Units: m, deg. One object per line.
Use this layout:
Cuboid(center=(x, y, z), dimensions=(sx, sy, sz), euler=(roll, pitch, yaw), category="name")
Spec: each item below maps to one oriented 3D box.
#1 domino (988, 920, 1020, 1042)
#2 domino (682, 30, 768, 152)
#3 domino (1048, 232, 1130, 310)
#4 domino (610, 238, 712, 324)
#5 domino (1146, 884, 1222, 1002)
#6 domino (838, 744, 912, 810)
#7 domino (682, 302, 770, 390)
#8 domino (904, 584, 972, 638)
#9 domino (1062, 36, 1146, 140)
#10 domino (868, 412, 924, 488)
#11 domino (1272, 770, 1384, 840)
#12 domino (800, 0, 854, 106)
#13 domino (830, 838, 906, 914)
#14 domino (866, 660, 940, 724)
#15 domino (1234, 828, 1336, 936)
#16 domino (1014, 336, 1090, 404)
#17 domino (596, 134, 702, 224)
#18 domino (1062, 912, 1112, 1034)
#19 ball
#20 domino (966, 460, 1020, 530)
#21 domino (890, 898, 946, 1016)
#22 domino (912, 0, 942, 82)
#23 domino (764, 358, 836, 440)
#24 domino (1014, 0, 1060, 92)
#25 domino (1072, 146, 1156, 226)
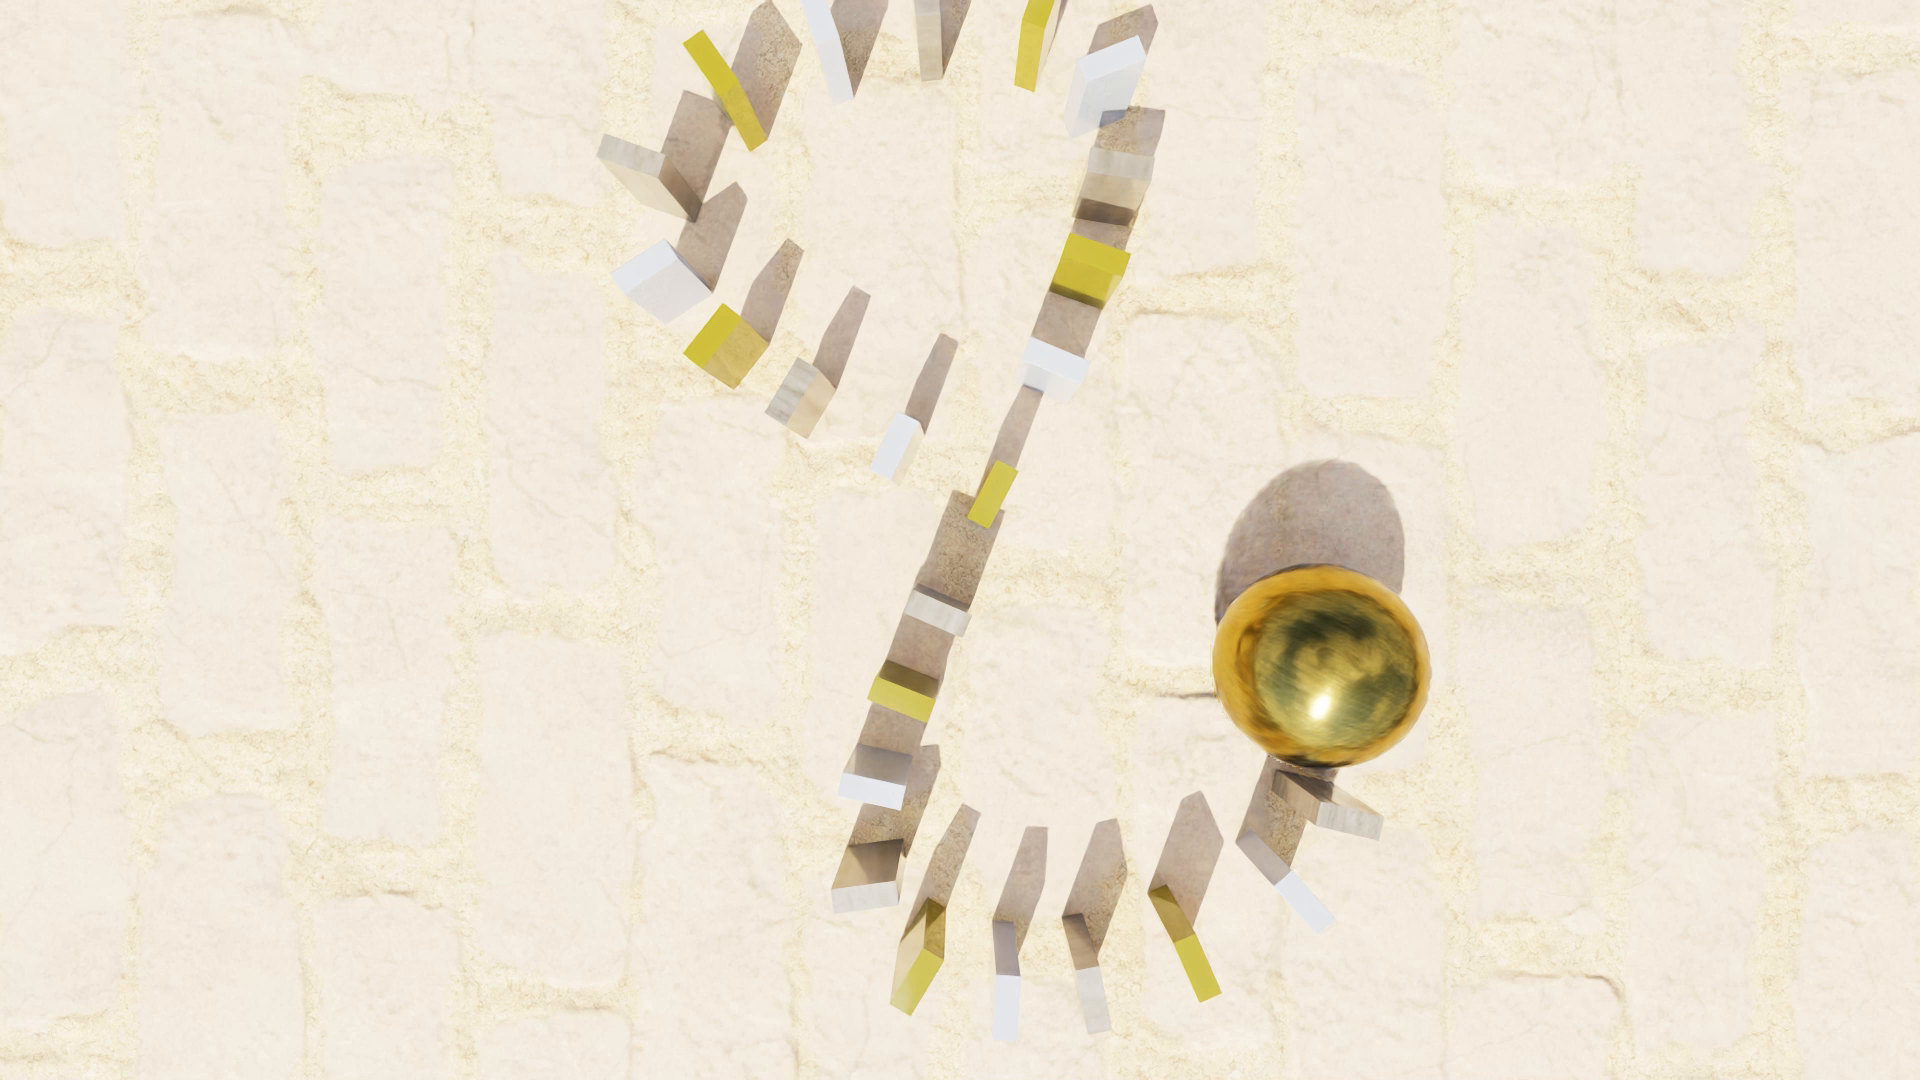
Cuboid(center=(0.018, 0.179, 0.375), dimensions=(0.010, 0.050, 0.025), euler=(3, 90, 0), category="domino")
Cuboid(center=(-0.095, -0.182, 0.375), dimensions=(0.010, 0.050, 0.025), euler=(-35, 90, 0), category="domino")
Cuboid(center=(0.052, -0.109, 0.375), dimensions=(0.025, 0.050, 0.010), euler=(19, 90, 0), category="domino")
Cuboid(center=(-0.121, -0.105, 0.375), dimensions=(0.025, 0.050, 0.010), euler=(-33, 90, 0), category="domino")
Cuboid(center=(0.091, 0.164, 0.375), dimensions=(0.010, 0.050, 0.025), euler=(-24, 90, 0), category="domino")
Cuboid(center=(-0.034, 0.096, 0.375), dimensions=(0.025, 0.050, 0.010), euler=(12, 90, 0), category="domino")
Cuboid(center=(-0.095, -0.078, 0.375), dimensions=(0.009, 0.050, 0.025), euler=(38, 90, 0), category="domino")
Cuboid(center=(-0.009, 0.028, 0.375), dimensions=(0.025, 0.050, 0.010), euler=(23, 90, 0), category="domino")
Cuboid(center=(0.058, -0.184, 0.375), dimensions=(0.025, 0.050, 0.010), euler=(-22, 90, 0), category="domino")
Cuboid(center=(-0.025, -0.036, 0.375), dimensions=(0.009, 0.050, 0.025), euler=(26, 90, 0), category="domino")
Cuboid(center=(0.149, 0.107, 0.375), dimensions=(0.025, 0.050, 0.009), euler=(13, 90, 0), category="domino")
Cuboid(center=(-0.055, -0.203, 0.375), dimensions=(0.009, 0.050, 0.025), euler=(-20, 90, 0), category="domino")
Cuboid(center=(-0.036, 0.137, 0.375), dimensions=(0.025, 0.050, 0.010), euler=(-8, 90, 0), category="domino")
Cuboid(center=(-0.022, 0.061, 0.375), dimensions=(0.025, 0.050, 0.010), euler=(22, 90, 0), category="domino")
Cuboid(center=(0.132, 0.139, 0.375), dimensions=(0.010, 0.050, 0.025), euler=(-42, 90, 0), category="domino")
Cuboid(center=(0.037, -0.069, 0.375), dimensions=(0.025, 0.050, 0.010), euler=(23, 90, 0), category="domino")
Cuboid(center=(-0.126, -0.147, 0.375), dimensions=(0.025, 0.050, 0.010), euler=(20, 90, 0), category="domino")
Cuboid(center=(0.051, 0.176, 0.375), dimensions=(0.009, 0.050, 0.025), euler=(-11, 90, 0), category="domino")
Cuboid(center=(0.140, 0.049, 0.360), dimensions=(0.080, 0.080, 0.080), euler=(0, 90, 0), category="ball")
Cuboid(center=(0.013, -0.017, 0.375), dimensions=(0.010, 0.050, 0.025), euler=(27, 90, 0), category="domino")
Cuboid(center=(-0.016, 0.169, 0.375), dimensions=(0.009, 0.050, 0.025), euler=(31, 90, 0), category="domino")
Cuboid(center=(-0.014, -0.213, 0.375), dimensions=(0.009, 0.050, 0.025), euler=(-7, 90, 0), category="domino")
Cuboid(center=(-0.064, -0.057, 0.375), dimensions=(0.009, 0.050, 0.025), euler=(31, 90, 0), category="domino")
Cuboid(center=(0.032, -0.209, 0.375), dimensions=(0.009, 0.050, 0.025), euler=(20, 90, 0), category="domino")
Cuboid(center=(0.062, -0.143, 0.375), dimensions=(0.025, 0.050, 0.009), euler=(9, 90, 0), category="domino")
